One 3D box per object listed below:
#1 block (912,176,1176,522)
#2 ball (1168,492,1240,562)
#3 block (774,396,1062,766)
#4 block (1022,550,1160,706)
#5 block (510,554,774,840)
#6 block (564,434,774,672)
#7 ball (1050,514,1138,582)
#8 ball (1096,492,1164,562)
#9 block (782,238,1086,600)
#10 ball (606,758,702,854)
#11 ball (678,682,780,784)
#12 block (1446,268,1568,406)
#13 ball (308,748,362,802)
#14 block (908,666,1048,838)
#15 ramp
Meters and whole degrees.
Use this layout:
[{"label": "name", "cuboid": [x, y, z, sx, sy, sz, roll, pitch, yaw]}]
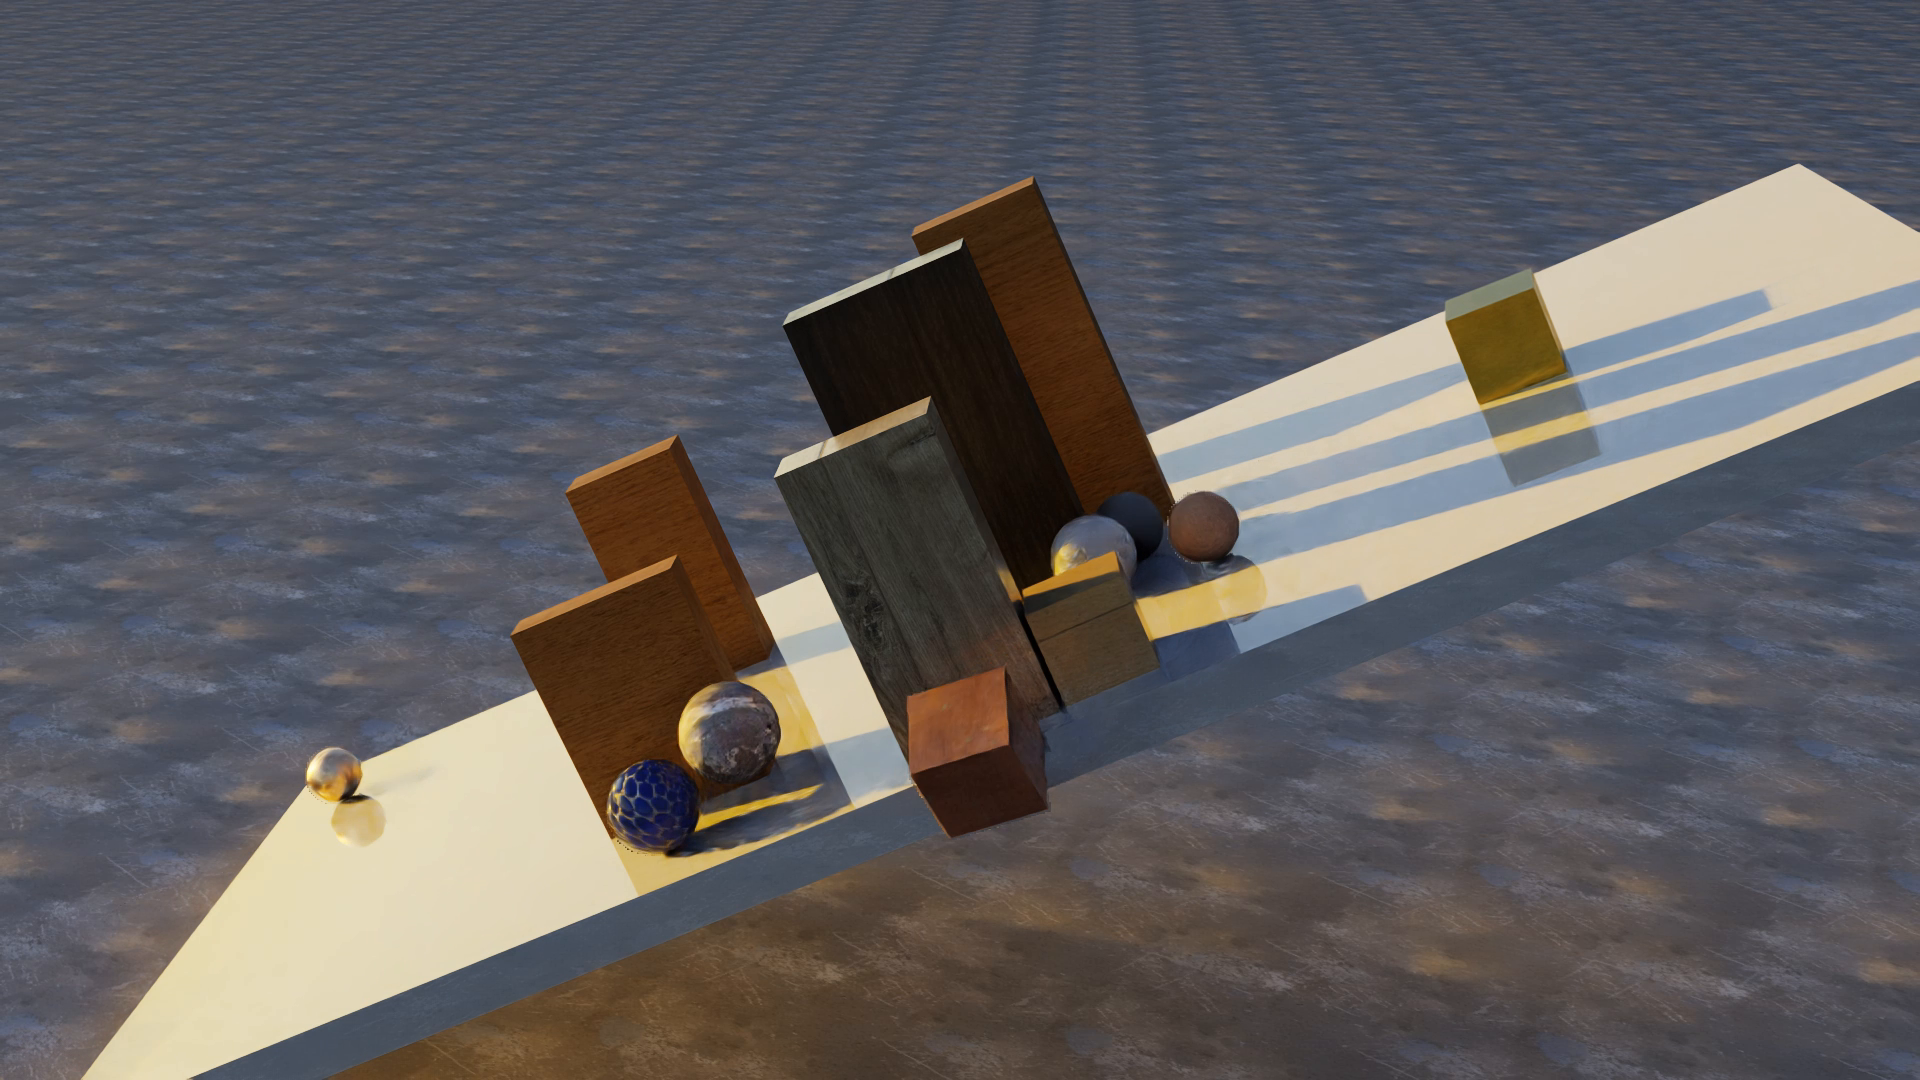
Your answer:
[{"label": "block", "cuboid": [0.185, -0.362, 6.328, 0.278, 0.783, 0.127, -23, 13, 8]}, {"label": "ball", "cuboid": [0.487, -0.026, 5.873, 0.142, 0.142, 0.142, 0, 15, 0]}, {"label": "block", "cuboid": [-0.071, 0.082, 5.400, 0.300, 0.607, 0.148, -23, 13, 8]}, {"label": "block", "cuboid": [0.242, 0.163, 5.449, 0.189, 0.189, 0.189, -23, 13, 5]}, {"label": "block", "cuboid": [-0.626, 0.312, 5.824, 0.348, 0.460, 0.105, -23, 13, 8]}, {"label": "block", "cuboid": [-0.660, 0.063, 6.730, 0.260, 0.534, 0.143, -23, 13, 8]}, {"label": "ball", "cuboid": [0.270, 0.036, 5.940, 0.177, 0.177, 0.177, 0, 15, 0]}, {"label": "ball", "cuboid": [0.349, -0.026, 6.111, 0.149, 0.149, 0.149, 0, 15, 0]}, {"label": "block", "cuboid": [-0.023, -0.189, 6.064, 0.394, 0.759, 0.140, -23, 13, 8]}, {"label": "ball", "cuboid": [-0.582, 0.506, 5.596, 0.179, 0.179, 0.179, 0, 15, 0]}, {"label": "ball", "cuboid": [-0.438, 0.366, 5.588, 0.195, 0.195, 0.195, 0, 15, 0]}, {"label": "block", "cuboid": [1.145, -0.428, 6.179, 0.192, 0.192, 0.192, -21, 13, 15]}, {"label": "ball", "cuboid": [-1.527, 0.573, 7.181, 0.131, 0.131, 0.131, 0, 15, 0]}, {"label": "block", "cuboid": [0.031, 0.375, 5.194, 0.185, 0.185, 0.185, -18, 42, 14]}, {"label": "ramp", "cuboid": [0.131, 0.170, 6.285, 4.000, 0.100, 2.000, -23, 13, 8]}]
